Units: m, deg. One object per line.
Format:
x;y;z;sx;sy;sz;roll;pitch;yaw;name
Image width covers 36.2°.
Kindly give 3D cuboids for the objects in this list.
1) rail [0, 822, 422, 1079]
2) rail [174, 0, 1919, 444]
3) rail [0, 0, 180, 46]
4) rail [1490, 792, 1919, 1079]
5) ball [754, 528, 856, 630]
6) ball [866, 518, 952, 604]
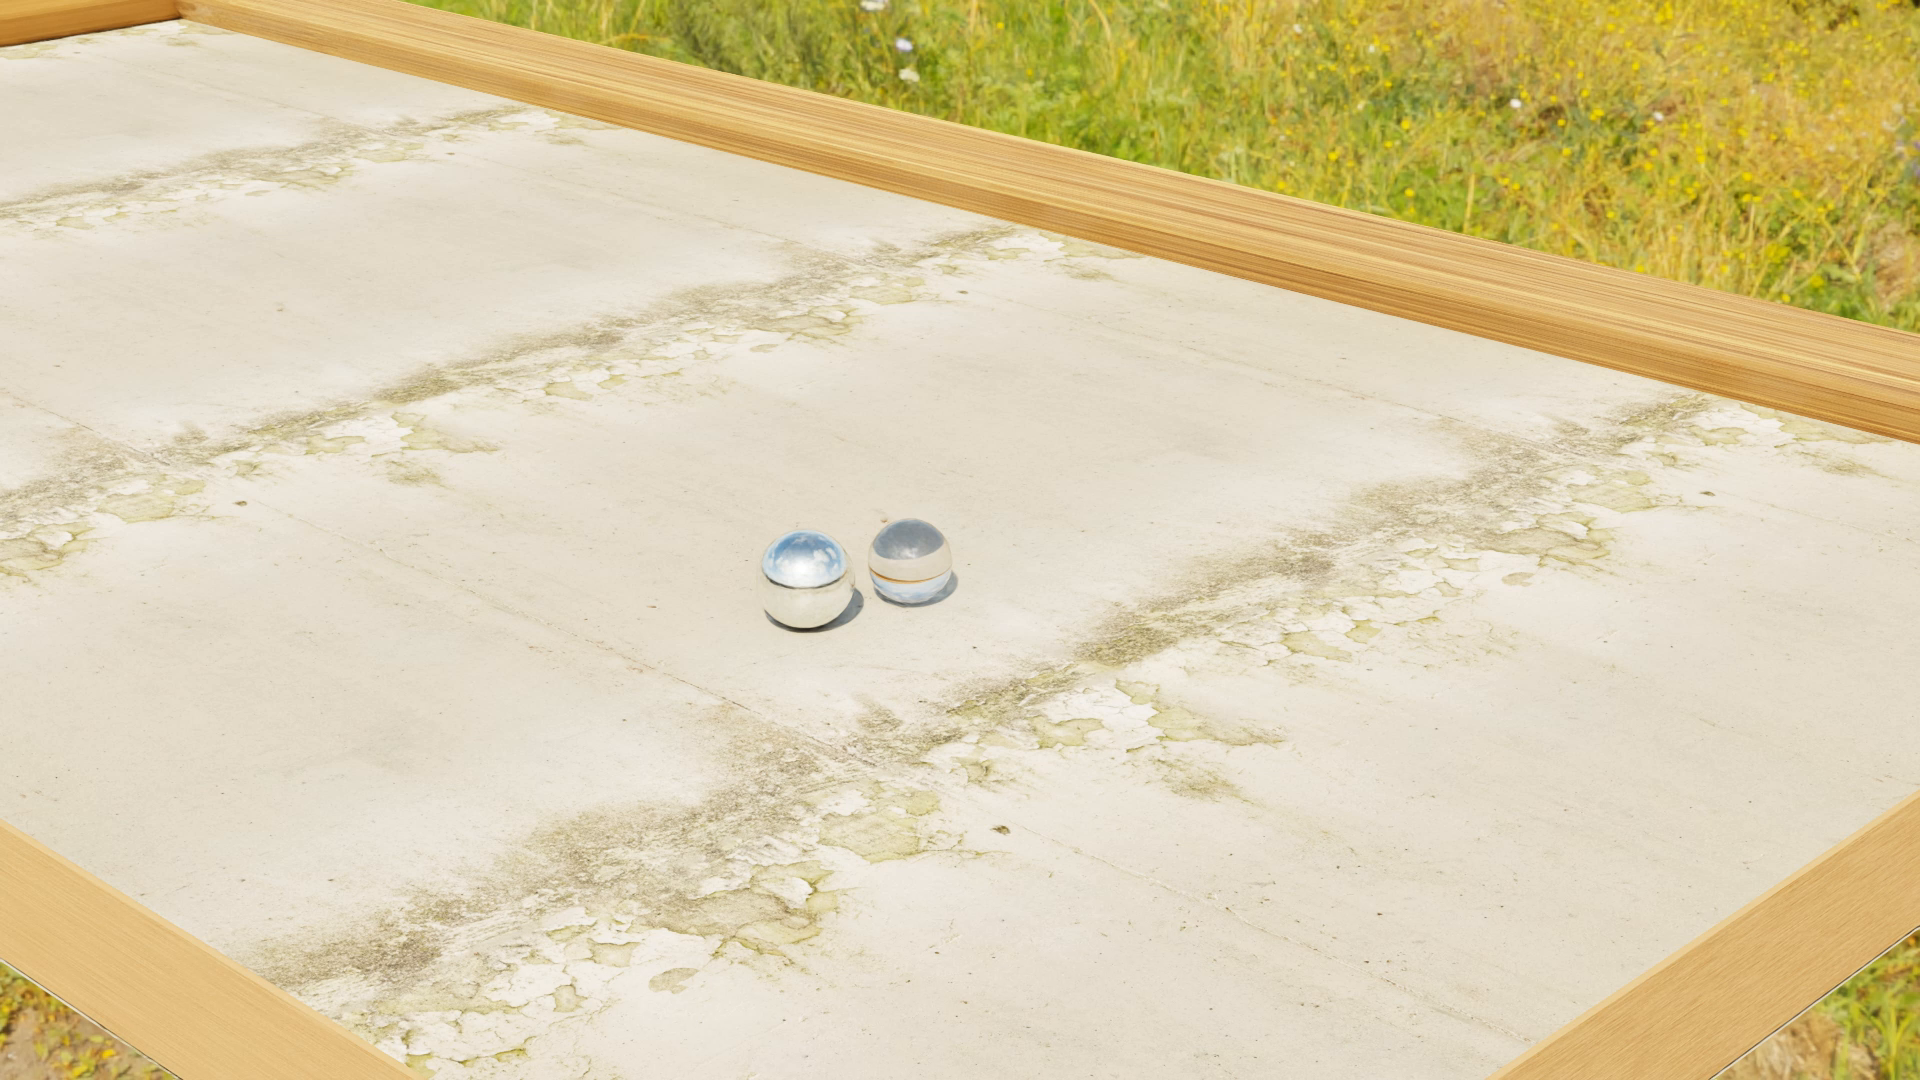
-1.305;-0.007;2.590;3.693;0.112;0.045;19;28;40;rail
-0.026;-0.485;3.830;3.693;0.112;0.045;19;28;40;rail
-1.979;-0.700;4.390;0.045;0.112;1.892;19;28;40;rail
0.648;0.209;2.031;0.045;0.112;1.892;19;28;40;rail
-0.133;0.033;2.525;0.086;0.086;0.086;0;21;0;ball
-0.044;0.018;2.579;0.075;0.075;0.075;0;21;0;ball
